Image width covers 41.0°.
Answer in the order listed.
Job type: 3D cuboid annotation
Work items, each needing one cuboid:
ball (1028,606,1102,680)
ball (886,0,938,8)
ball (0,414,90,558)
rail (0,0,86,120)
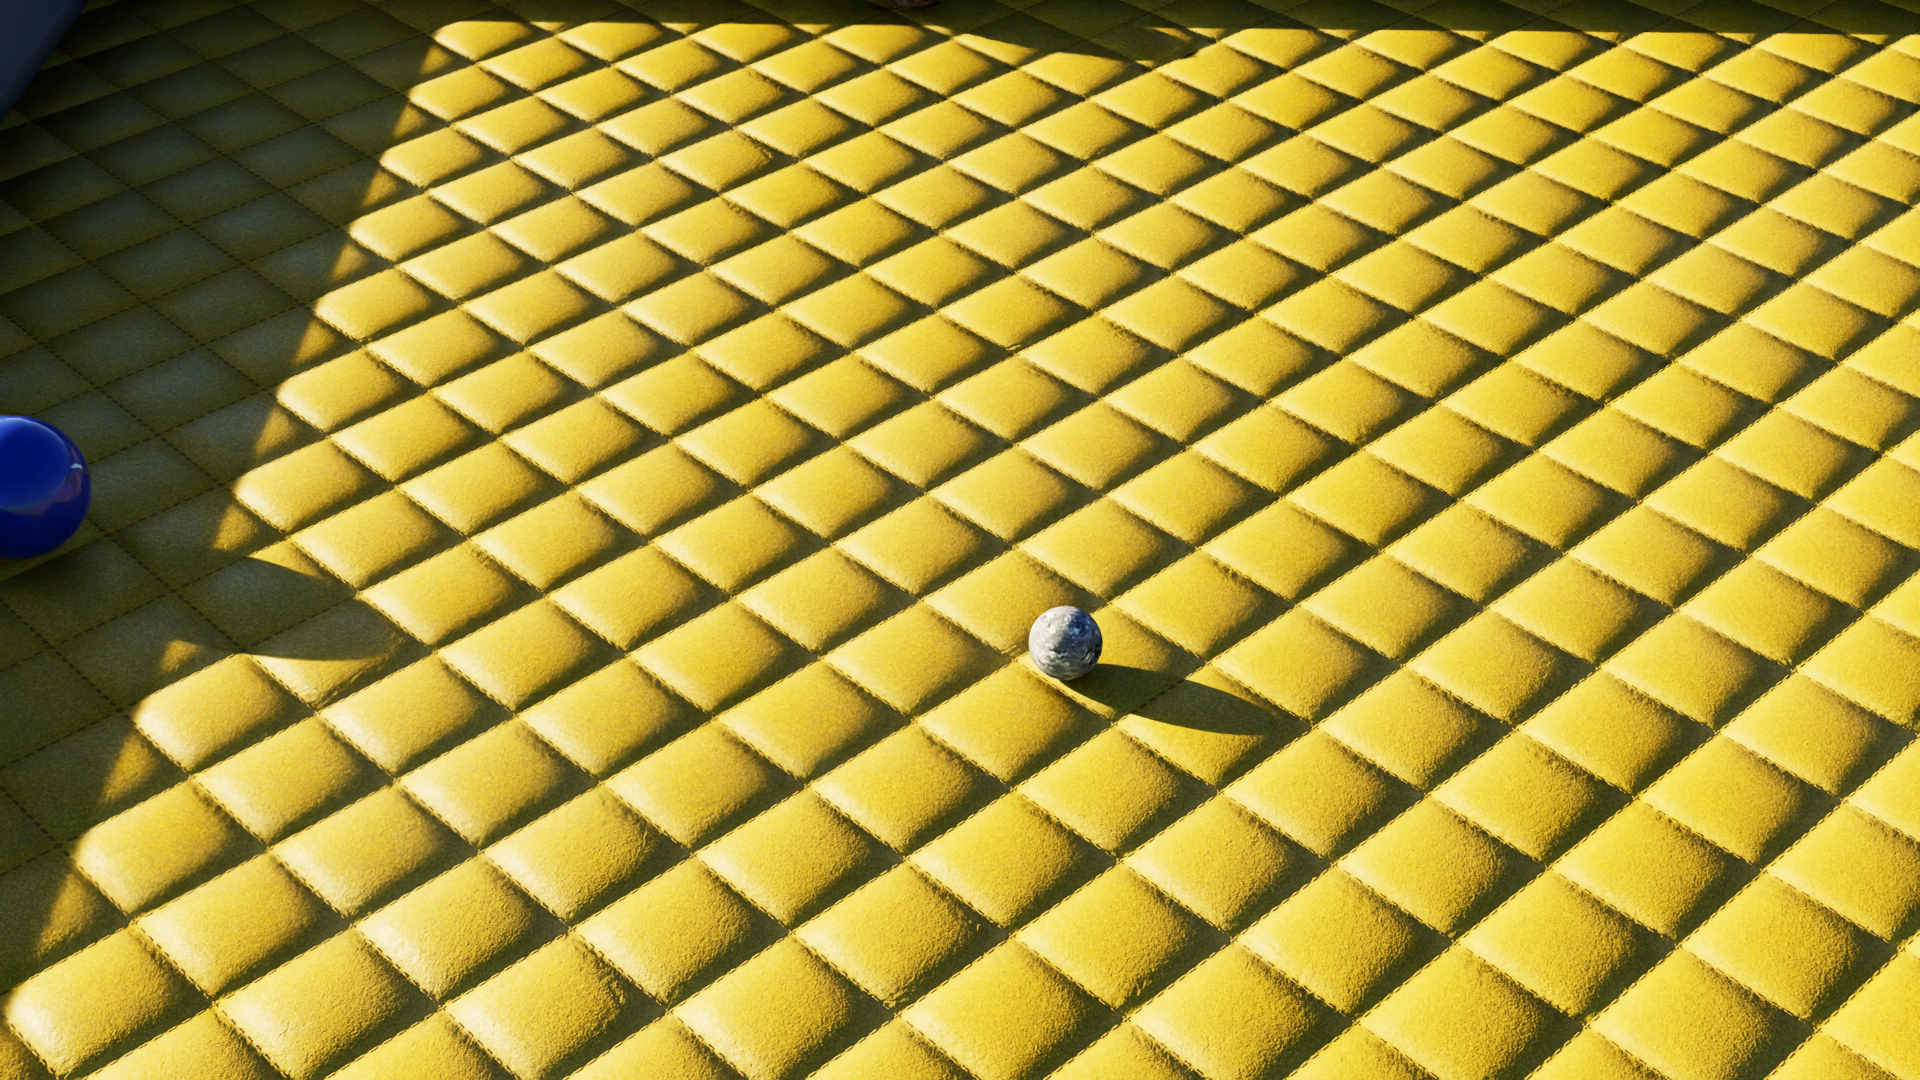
[{"bbox_3d":[0.067,0.065,1.631,0.047,0.047,0.047,0,36,0],"label":"ball"},{"bbox_3d":[-0.046,-0.557,2.452,0.095,0.095,0.095,0,36,0],"label":"ball"},{"bbox_3d":[-0.637,-0.036,1.729,0.097,0.097,0.097,0,36,0],"label":"ball"},{"bbox_3d":[-0.843,-0.035,1.702,0.045,0.125,2.046,1,36,1],"label":"rail"}]
